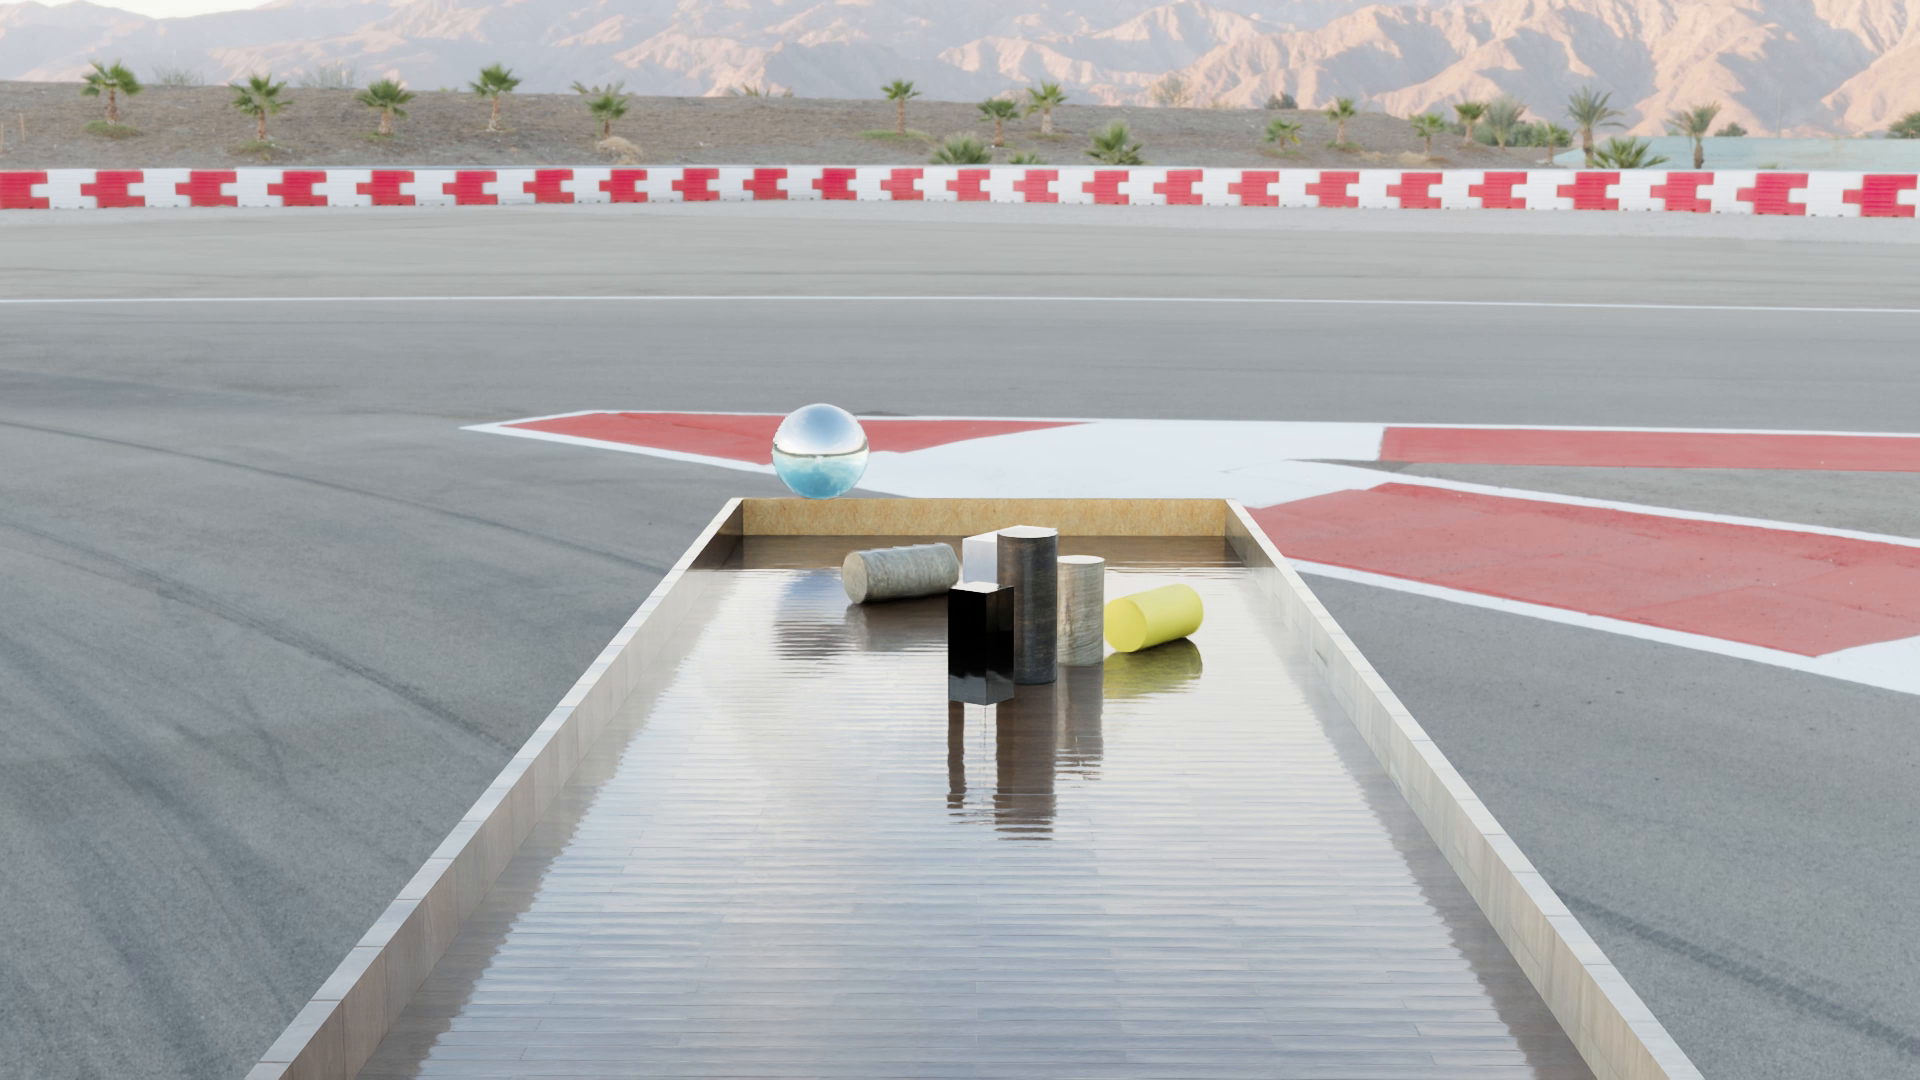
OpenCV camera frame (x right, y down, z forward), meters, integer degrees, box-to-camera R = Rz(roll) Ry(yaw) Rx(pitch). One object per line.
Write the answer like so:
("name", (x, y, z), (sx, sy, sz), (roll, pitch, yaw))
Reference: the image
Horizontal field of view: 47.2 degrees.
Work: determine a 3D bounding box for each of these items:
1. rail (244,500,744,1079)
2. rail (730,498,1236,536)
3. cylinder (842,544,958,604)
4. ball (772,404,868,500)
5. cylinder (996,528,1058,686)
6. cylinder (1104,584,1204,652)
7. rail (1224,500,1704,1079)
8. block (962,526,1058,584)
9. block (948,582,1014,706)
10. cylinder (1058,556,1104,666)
("rail", (-1.004, 0.839, 3.234), (0.050, 0.150, 12.000), (0, 9, 1))
("rail", (0.099, -0.098, 9.147), (2.100, 0.150, 0.050), (0, 9, 1))
("cylinder", (-0.206, 0.117, 7.700), (0.367, 0.178, 0.178), (-5, 10, -31))
("ball", (-0.577, -0.364, 9.075), (0.399, 0.399, 0.399), (0, 9, 0))
("cylinder", (0.195, 0.193, 6.407), (0.178, 0.433, 0.178), (0, 9, 0))
("cylinder", (0.607, 0.243, 6.926), (0.172, 0.172, 0.326), (7, 11, 38))
("rail", (1.046, 0.843, 3.208), (0.050, 0.150, 12.000), (0, 9, 1))
("block", (0.188, 0.061, 8.089), (0.168, 0.168, 0.395), (6, 11, 32))
("block", (0.059, 0.289, 6.168), (0.132, 0.319, 0.132), (7, 11, 36))
("cylinder", (0.360, 0.213, 6.663), (0.152, 0.313, 0.152), (0, 9, 0))
